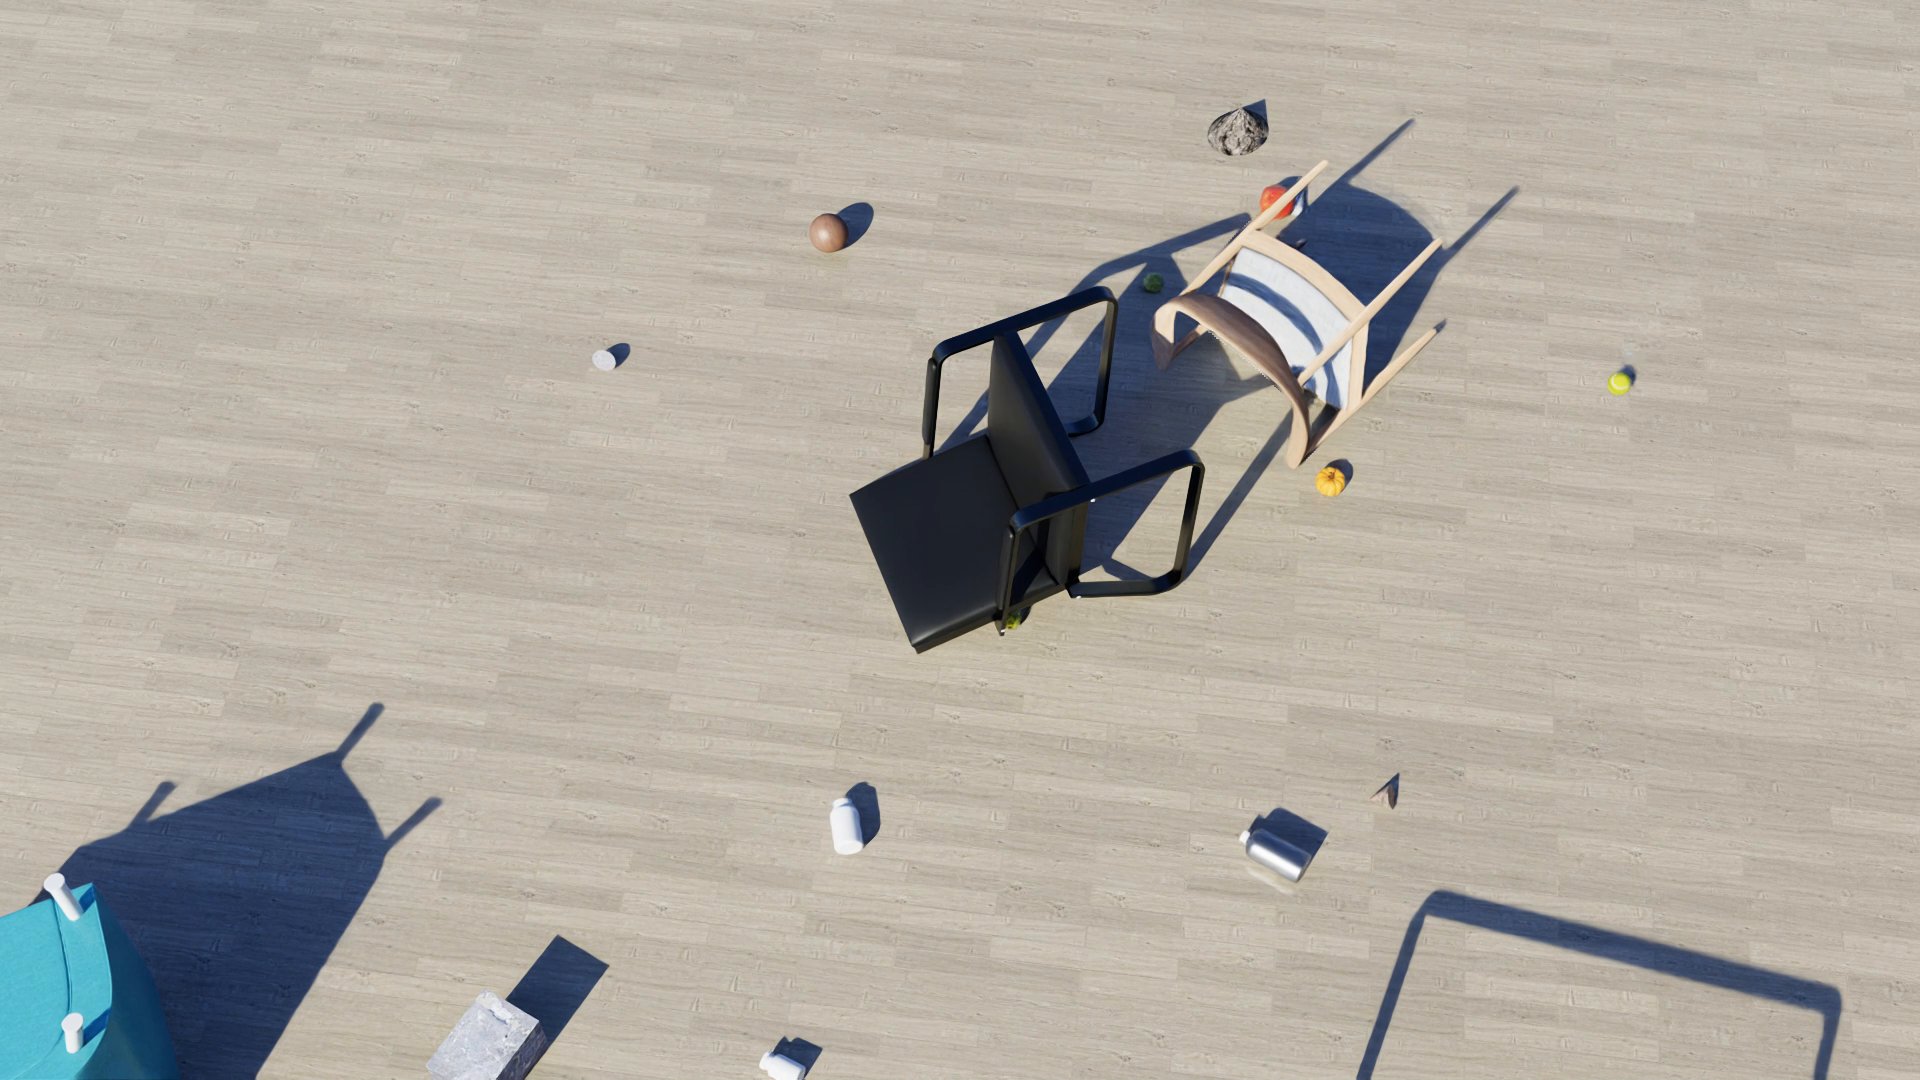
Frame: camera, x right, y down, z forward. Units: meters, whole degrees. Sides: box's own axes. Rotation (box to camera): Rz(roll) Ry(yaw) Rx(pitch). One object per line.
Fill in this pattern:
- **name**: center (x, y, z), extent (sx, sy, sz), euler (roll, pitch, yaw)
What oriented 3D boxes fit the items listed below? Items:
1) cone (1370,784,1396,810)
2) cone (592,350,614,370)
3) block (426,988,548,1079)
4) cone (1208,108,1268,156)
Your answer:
- **cone**: center (1.161, 0.713, 6.077), extent (0.065, 0.066, 0.076), euler (-11, 32, 26)
- **cone**: center (-1.111, -0.578, 6.944), extent (0.080, 0.067, 0.063), euler (16, 26, 15)
- **block**: center (-1.201, 1.310, 5.598), extent (0.173, 0.161, 0.239), euler (26, 60, 17)
- **cone**: center (0.950, -1.423, 7.456), extent (0.194, 0.121, 0.232), euler (38, 64, 22)
